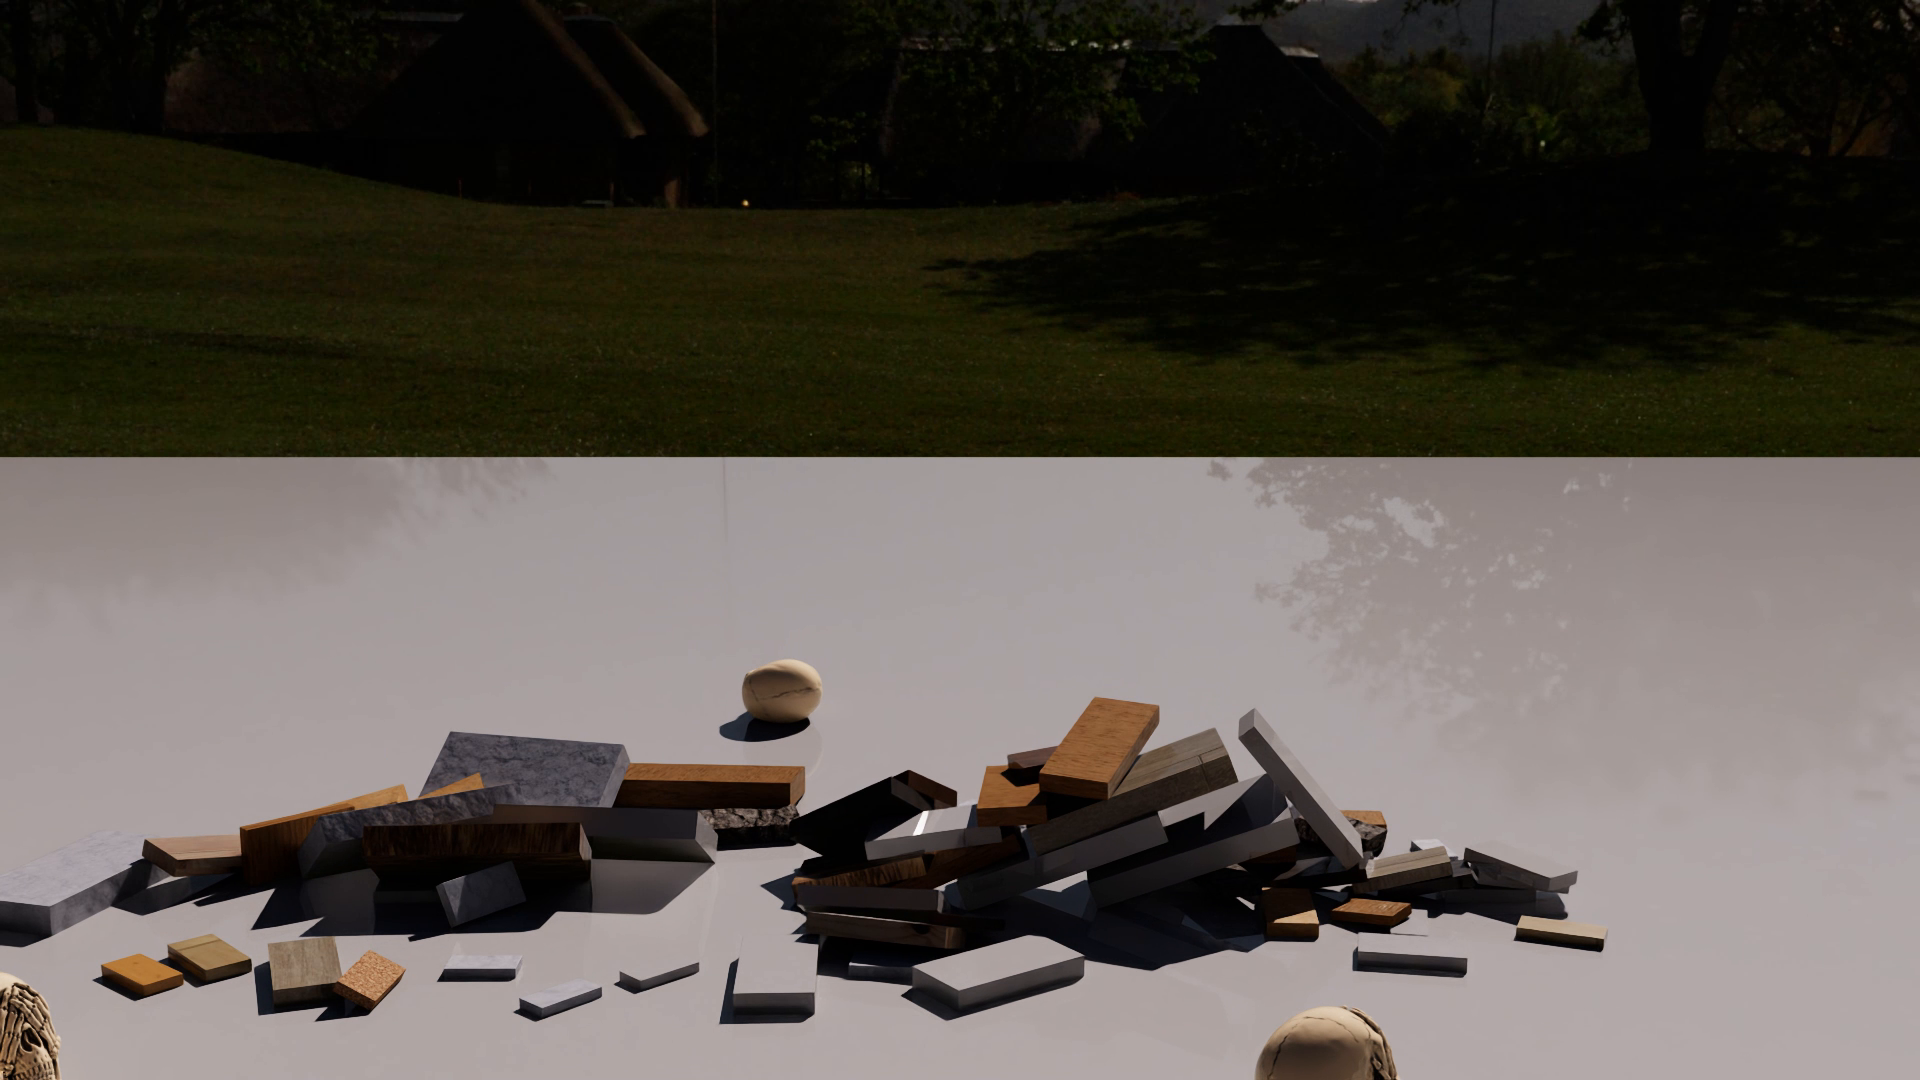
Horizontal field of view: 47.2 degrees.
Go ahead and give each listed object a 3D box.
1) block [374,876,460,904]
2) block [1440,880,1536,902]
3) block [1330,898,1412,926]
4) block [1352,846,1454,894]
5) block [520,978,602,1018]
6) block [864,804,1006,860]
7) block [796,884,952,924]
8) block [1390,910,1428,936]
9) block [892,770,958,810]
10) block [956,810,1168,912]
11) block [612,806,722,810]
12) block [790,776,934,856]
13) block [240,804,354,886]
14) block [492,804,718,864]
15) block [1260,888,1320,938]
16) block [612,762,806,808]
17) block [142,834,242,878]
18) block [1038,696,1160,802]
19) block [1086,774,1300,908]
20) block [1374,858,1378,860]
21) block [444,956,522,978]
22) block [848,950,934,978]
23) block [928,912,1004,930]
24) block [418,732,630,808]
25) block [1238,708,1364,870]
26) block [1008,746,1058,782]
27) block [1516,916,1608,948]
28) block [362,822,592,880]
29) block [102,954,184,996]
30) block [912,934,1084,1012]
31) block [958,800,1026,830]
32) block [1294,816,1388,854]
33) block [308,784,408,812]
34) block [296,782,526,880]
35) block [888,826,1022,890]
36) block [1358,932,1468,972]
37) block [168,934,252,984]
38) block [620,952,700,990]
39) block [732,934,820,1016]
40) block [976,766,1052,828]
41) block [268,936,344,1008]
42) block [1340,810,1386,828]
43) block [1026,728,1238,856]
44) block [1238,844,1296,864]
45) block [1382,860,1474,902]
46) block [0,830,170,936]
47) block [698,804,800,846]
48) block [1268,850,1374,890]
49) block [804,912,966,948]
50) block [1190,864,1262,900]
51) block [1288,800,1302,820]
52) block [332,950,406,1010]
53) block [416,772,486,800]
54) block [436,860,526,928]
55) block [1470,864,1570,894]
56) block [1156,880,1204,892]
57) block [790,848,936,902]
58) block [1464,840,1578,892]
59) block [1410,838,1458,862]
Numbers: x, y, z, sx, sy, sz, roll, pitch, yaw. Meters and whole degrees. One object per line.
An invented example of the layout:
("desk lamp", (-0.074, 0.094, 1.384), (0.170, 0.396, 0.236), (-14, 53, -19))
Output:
("block", (-0.897, 0.581, 3.660), (0.142, 0.020, 0.071), (-1, 11, -3))
("block", (0.876, 0.580, 3.665), (0.149, 0.021, 0.075), (0, 11, 1))
("block", (0.659, 0.596, 3.529), (0.116, 0.016, 0.058), (-2, 11, 42))
("block", (0.732, 0.550, 3.662), (0.165, 0.023, 0.082), (-13, 9, 7))
("block", (-0.582, 0.668, 3.209), (0.054, 0.015, 0.108), (9, 14, 42))
("block", (-0.038, 0.480, 3.643), (0.226, 0.032, 0.113), (-9, 12, 9))
("block", (-0.135, 0.578, 3.484), (0.225, 0.032, 0.113), (0, -21, 11))
("block", (0.713, 0.614, 3.495), (0.058, 0.016, 0.116), (2, 11, 11))
("block", (-0.126, 0.467, 3.806), (0.114, 0.032, 0.229), (29, -42, -35))
("block", (0.168, 0.508, 3.647), (0.347, 0.049, 0.174), (-20, 9, 5))
("block", (-0.532, 0.504, 4.069), (0.258, 0.017, 0.062), (0, 5, 2))
("block", (-0.168, 0.477, 3.748), (0.229, 0.032, 0.114), (-27, -42, 29))
("block", (-1.131, 0.521, 3.767), (0.197, 0.099, 0.028), (-10, 13, -42))
("block", (-0.606, 0.504, 3.767), (0.350, 0.050, 0.175), (1, -21, 6))
("block", (0.530, 0.600, 3.550), (0.081, 0.023, 0.163), (1, 11, 3))
("block", (-0.543, 0.463, 4.157), (0.477, 0.050, 0.176), (1, 4, 5))
("block", (-1.263, 0.534, 3.738), (0.107, 0.030, 0.214), (18, 8, 39))
("block", (0.236, 0.347, 3.683), (0.117, 0.033, 0.297), (6, 23, 20))
("block", (0.380, 0.495, 3.648), (0.347, 0.049, 0.174), (-19, 19, 7))
("block", (0.705, 0.555, 3.770), (0.096, 0.014, 0.048), (14, 9, 26))
("block", (-0.721, 0.646, 3.327), (0.108, 0.015, 0.054), (0, 11, 0))
("block", (-0.103, 0.644, 3.333), (0.123, 0.017, 0.062), (1, 11, 6))
("block", (0.011, 0.597, 3.437), (0.062, 0.017, 0.123), (0, -11, 34))
("block", (-0.804, 0.447, 4.050), (0.352, 0.050, 0.176), (3, 46, 15))
("block", (0.567, 0.413, 3.663), (0.033, 0.285, 0.118), (-39, 3, 13))
("block", (0.175, 0.372, 3.724), (0.170, 0.024, 0.085), (-9, 12, -16))
("block", (0.950, 0.619, 3.470), (0.134, 0.016, 0.058), (4, 11, 22))
("block", (-0.800, 0.521, 3.662), (0.350, 0.050, 0.175), (-1, -23, -3))
("block", (-1.225, 0.651, 3.293), (0.125, 0.018, 0.063), (9, 14, 40))
("block", (0.058, 0.644, 3.285), (0.234, 0.033, 0.117), (-8, 13, -35))
("block", (0.136, 0.519, 3.987), (0.329, 0.024, 0.085), (7, 13, 33))
("block", (0.627, 0.503, 3.903), (0.236, 0.033, 0.118), (16, 9, 26))
("block", (-1.104, 0.497, 3.943), (0.214, 0.030, 0.107), (-16, 12, -5))
("block", (-0.939, 0.498, 3.770), (0.350, 0.050, 0.175), (-7, -24, -33))
("block", (-0.007, 0.529, 3.658), (0.226, 0.032, 0.113), (-24, 9, 4))
("block", (0.693, 0.633, 3.376), (0.163, 0.023, 0.081), (2, 11, 10))
("block", (-1.146, 0.638, 3.357), (0.071, 0.020, 0.142), (-9, 14, -41))
("block", (-0.452, 0.649, 3.309), (0.108, 0.015, 0.054), (-10, 14, -43))
("block", (-0.272, 0.646, 3.278), (0.117, 0.033, 0.234), (0, 11, -2))
("block", (0.093, 0.422, 3.653), (0.113, 0.032, 0.225), (-4, 11, 6))
("block", (-0.981, 0.645, 3.294), (0.099, 0.028, 0.197), (-4, 11, -19))
("block", (0.690, 0.516, 4.007), (0.163, 0.023, 0.081), (1, 11, 3))
("block", (0.278, 0.414, 3.640), (0.347, 0.049, 0.174), (-21, 9, 3))
("block", (0.515, 0.529, 3.814), (0.104, 0.029, 0.208), (-1, 1, 0))
("block", (0.774, 0.565, 3.656), (0.149, 0.021, 0.075), (-11, 9, 7))
("block", (-1.468, 0.566, 3.660), (0.176, 0.050, 0.352), (3, 11, 17))
("block", (-0.404, 0.517, 3.973), (0.229, 0.032, 0.114), (-2, 11, -12))
("block", (0.605, 0.555, 3.675), (0.165, 0.023, 0.082), (-11, 9, 20))
("block", (-0.114, 0.604, 3.405), (0.225, 0.032, 0.113), (3, -9, 17))
("block", (0.431, 0.558, 3.656), (0.079, 0.022, 0.158), (-4, 11, -18))
("block", (0.489, 0.493, 3.823), (0.243, 0.022, 0.079), (-21, 1, 41))
("block", (-0.869, 0.647, 3.238), (0.063, 0.018, 0.125), (28, 12, 1))
("block", (-0.954, 0.488, 3.946), (0.214, 0.030, 0.107), (-23, 16, -12))
("block", (-0.775, 0.573, 3.563), (0.020, 0.071, 0.142), (-29, -10, 38))
("block", (0.930, 0.558, 3.657), (0.149, 0.021, 0.075), (6, 11, 2))
("block", (0.375, 0.563, 3.752), (0.079, 0.022, 0.158), (1, 11, 4))
("block", (-0.159, 0.544, 3.656), (0.226, 0.032, 0.113), (-14, 11, 10))
("block", (0.926, 0.538, 3.637), (0.082, 0.023, 0.165), (-4, 14, -42))
("block", (0.833, 0.548, 3.860), (0.048, 0.014, 0.096), (-2, 11, -10))
